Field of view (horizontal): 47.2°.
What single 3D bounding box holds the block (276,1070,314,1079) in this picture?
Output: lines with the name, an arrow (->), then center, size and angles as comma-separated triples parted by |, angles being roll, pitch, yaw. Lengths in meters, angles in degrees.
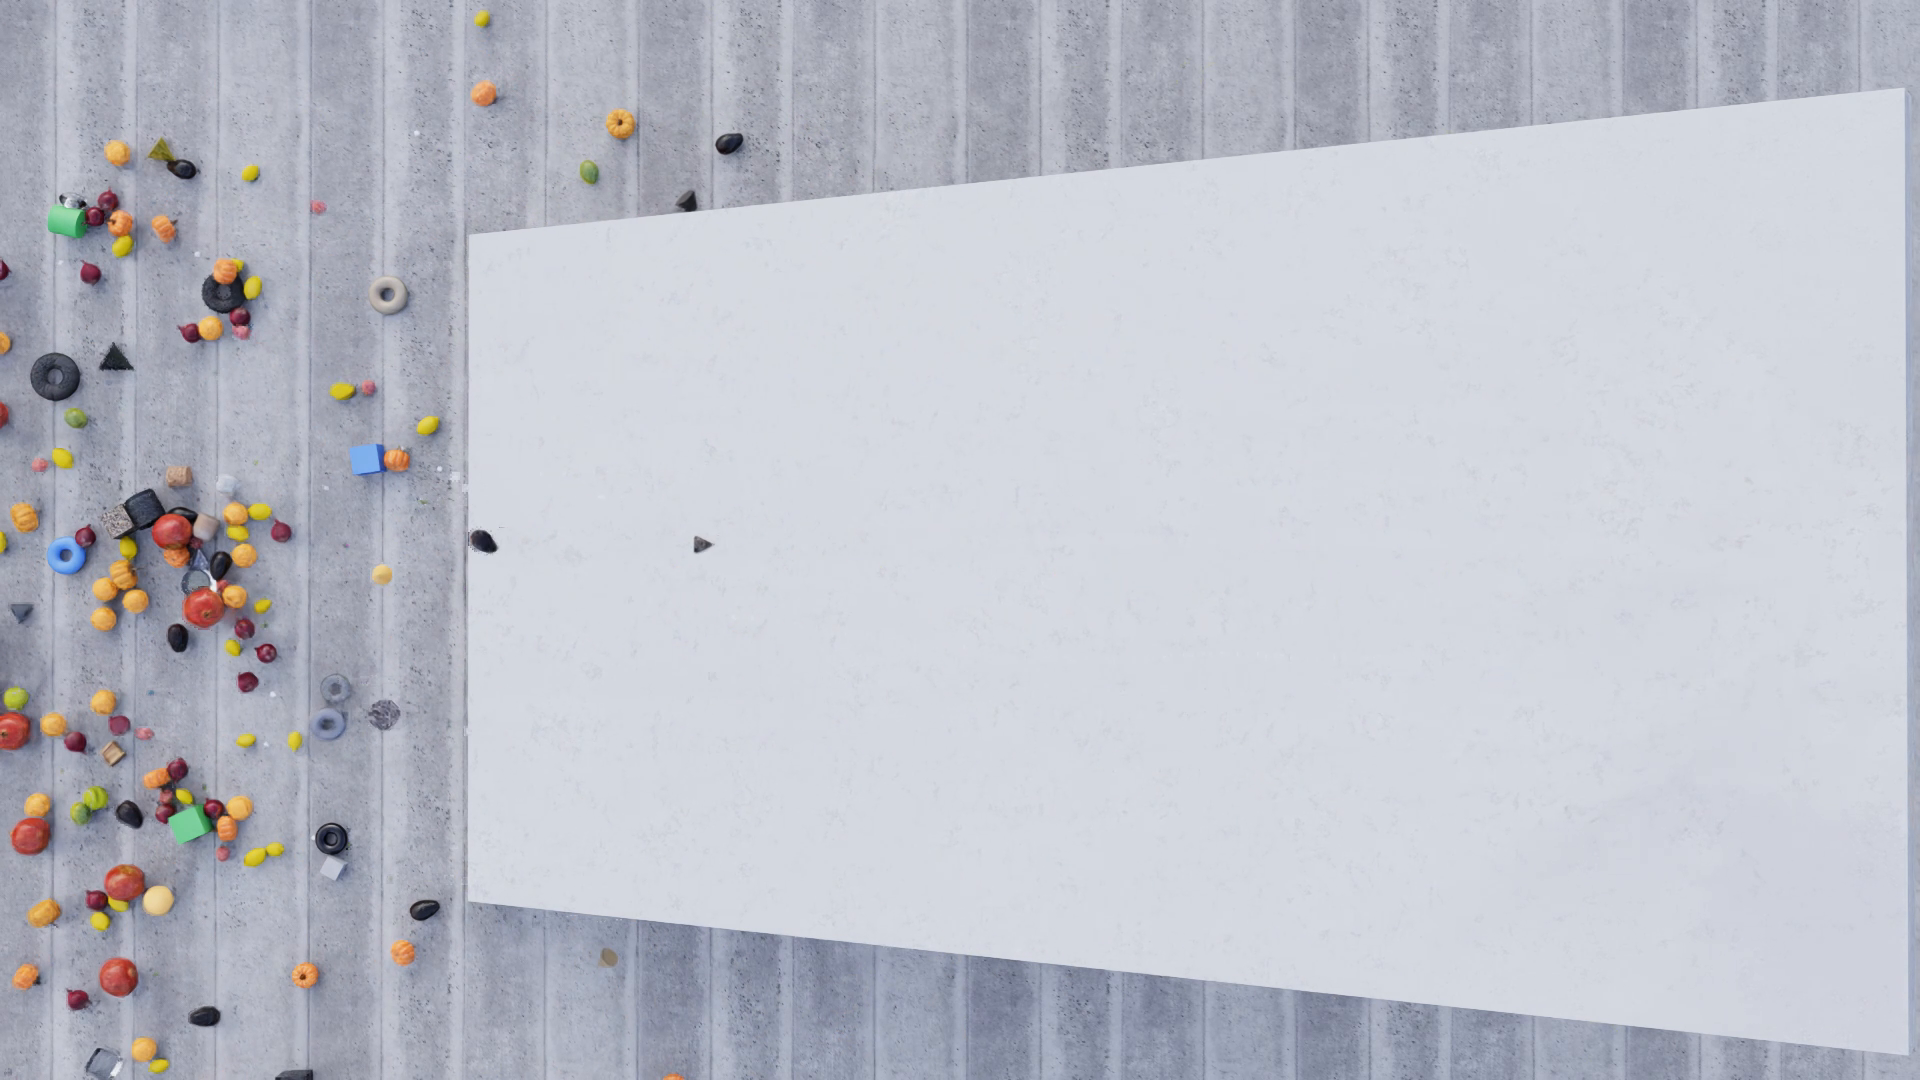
block -> -2.006, 1.651, 6.628 | 0.087, 0.087, 0.087 | -2, 89, 0

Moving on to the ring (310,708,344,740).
ring -> -1.915, 0.558, 6.658 | 0.103, 0.034, 0.103 | -2, 104, -8

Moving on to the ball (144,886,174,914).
ball -> -2.417, 1.085, 6.633 | 0.087, 0.087, 0.087 | 0, 89, 0

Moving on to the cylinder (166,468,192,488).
cylinder -> -2.365, -0.190, 6.659 | 0.059, 0.059, 0.059 | -1, 89, 0

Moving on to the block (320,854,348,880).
block -> -1.893, 0.990, 6.650 | 0.054, 0.054, 0.054 | 29, 90, 0

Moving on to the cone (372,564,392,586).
cone -> -1.755, 0.106, 6.654 | 0.063, 0.063, 0.063 | 0, 89, 0

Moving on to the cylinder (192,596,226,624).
cylinder -> -2.271, 0.209, 6.649 | 0.072, 0.072, 0.072 | -12, 89, 0

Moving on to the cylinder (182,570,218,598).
cylinder -> -2.296, 0.133, 6.643 | 0.085, 0.085, 0.085 | 0, 89, 0

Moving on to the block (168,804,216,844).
block -> -2.318, 0.857, 6.635 | 0.087, 0.087, 0.087 | -24, 90, 0

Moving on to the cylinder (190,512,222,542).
cylinder -> -2.283, -0.039, 6.653 | 0.068, 0.068, 0.068 | 28, 90, 0

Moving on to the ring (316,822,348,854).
ring -> -1.905, 0.905, 6.662 | 0.098, 0.033, 0.098 | 0, 88, 0

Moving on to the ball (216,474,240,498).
ball -> -2.215, -0.163, 6.654 | 0.067, 0.067, 0.067 | 0, 89, 0

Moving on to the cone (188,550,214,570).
cone -> -2.293, 0.074, 6.670 | 0.071, 0.071, 0.071 | 27, 89, -26

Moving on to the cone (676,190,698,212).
cone -> -0.817, -1.013, 6.681 | 0.069, 0.069, 0.069 | -38, 118, 0

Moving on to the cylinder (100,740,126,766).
cylinder -> -2.562, 0.645, 6.653 | 0.055, 0.055, 0.055 | -41, 90, 0

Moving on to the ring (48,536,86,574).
ring -> -2.710, 0.047, 6.667 | 0.116, 0.039, 0.116 | 0, 88, -1

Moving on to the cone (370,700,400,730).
cone -> -1.747, 0.520, 6.641 | 0.092, 0.092, 0.092 | -3, 97, -25

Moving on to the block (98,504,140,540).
block -> -2.535, -0.055, 6.648 | 0.079, 0.079, 0.079 | -30, 90, 0

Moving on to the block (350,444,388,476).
block -> -1.789, -0.243, 6.648 | 0.082, 0.082, 0.082 | -9, 89, 0

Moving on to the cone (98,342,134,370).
cone -> -2.547, -0.537, 6.671 | 0.093, 0.093, 0.093 | 29, 89, -26

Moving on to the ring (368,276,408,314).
ring -> -1.736, -0.743, 6.674 | 0.120, 0.040, 0.120 | 0, 88, 0

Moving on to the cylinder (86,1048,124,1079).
cylinder -> -2.581, 1.582, 6.634 | 0.077, 0.077, 0.077 | 27, 90, 0

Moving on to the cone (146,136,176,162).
cone -> -2.413, -1.169, 6.679 | 0.080, 0.080, 0.080 | 36, 90, -26

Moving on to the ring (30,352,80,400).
ring -> -2.744, -0.495, 6.667 | 0.147, 0.049, 0.147 | 0, 90, -1

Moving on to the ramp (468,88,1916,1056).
ramp -> 0.266, 0.073, 5.615 | 4.000, 0.100, 2.000 | 0, 89, 31

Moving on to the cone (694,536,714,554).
cone -> -0.711, 0.013, 6.129 | 0.053, 0.053, 0.053 | 1, 89, 6

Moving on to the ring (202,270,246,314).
ring -> -2.233, -0.752, 6.672 | 0.131, 0.044, 0.131 | 0, 88, -3

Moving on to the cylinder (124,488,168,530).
cylinder -> -2.458, -0.093, 6.642 | 0.091, 0.091, 0.091 | -30, 90, 0

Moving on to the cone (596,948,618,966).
cone -> -1.081, 1.276, 6.661 | 0.060, 0.060, 0.060 | -38, 90, 26

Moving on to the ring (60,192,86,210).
ring -> -2.686, -1.027, 6.661 | 0.080, 0.080, 0.027 | 24, 117, 0

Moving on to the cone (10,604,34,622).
cone -> -2.835, 0.208, 6.668 | 0.067, 0.067, 0.067 | -28, 89, -24

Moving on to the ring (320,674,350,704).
ring -> -1.893, 0.451, 6.667 | 0.093, 0.031, 0.093 | 0, 91, -1
